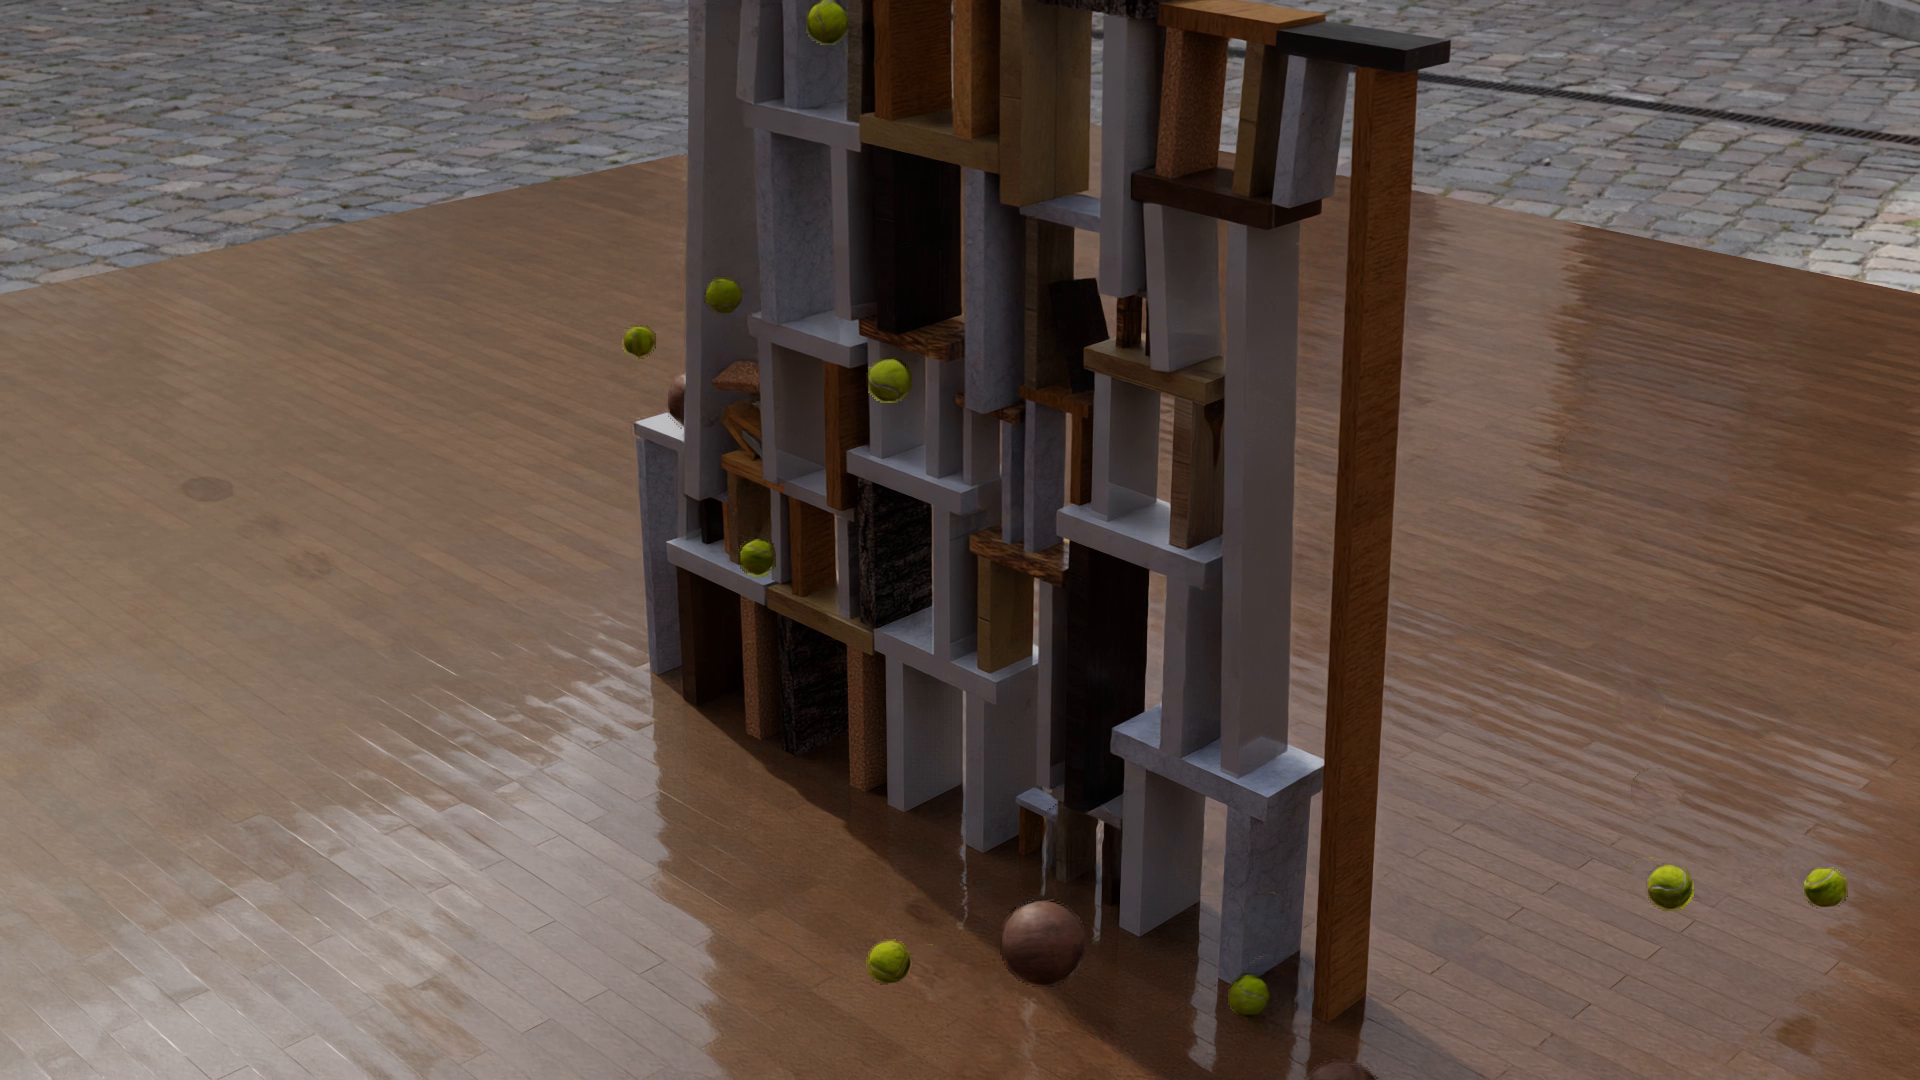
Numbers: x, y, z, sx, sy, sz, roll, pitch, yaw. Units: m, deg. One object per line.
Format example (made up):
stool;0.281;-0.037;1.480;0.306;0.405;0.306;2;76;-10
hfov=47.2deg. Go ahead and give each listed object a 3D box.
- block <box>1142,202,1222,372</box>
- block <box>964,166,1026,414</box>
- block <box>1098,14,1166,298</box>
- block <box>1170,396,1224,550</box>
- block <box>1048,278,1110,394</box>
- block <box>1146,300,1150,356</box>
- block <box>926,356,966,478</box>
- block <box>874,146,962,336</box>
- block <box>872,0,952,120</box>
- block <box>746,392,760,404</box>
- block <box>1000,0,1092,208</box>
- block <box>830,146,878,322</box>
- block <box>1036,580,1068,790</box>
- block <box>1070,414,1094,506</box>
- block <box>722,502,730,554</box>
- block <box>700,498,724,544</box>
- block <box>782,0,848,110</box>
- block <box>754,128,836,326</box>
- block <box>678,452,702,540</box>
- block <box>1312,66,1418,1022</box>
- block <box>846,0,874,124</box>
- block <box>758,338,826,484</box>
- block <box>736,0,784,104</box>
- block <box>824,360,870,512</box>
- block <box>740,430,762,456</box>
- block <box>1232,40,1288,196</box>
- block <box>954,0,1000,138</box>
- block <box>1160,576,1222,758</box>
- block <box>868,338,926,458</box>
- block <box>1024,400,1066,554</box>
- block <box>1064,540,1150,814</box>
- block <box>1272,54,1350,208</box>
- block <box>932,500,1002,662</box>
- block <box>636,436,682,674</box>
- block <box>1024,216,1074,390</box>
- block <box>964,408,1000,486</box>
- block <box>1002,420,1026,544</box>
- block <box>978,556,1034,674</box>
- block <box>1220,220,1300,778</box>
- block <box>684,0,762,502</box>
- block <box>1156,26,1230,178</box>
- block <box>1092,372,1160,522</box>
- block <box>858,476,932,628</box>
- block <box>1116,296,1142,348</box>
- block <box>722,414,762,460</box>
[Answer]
block;0.369;-0.430;3.634;0.039;0.278;0.139;14;26;43
block;0.088;-0.461;3.932;0.173;0.443;0.049;-21;31;-40
block;0.308;-0.640;3.612;0.049;0.457;0.174;20;30;41
block;0.416;-0.129;3.721;0.038;0.266;0.133;21;31;41
block;0.219;-0.360;3.871;0.028;0.195;0.098;-13;0;44
block;0.335;-0.362;3.707;0.014;0.099;0.050;21;31;41
block;-0.010;-0.244;4.130;0.034;0.237;0.118;22;32;39
block;-0.076;-0.568;4.061;0.049;0.346;0.173;20;31;40
block;-0.084;-0.912;3.913;0.043;0.304;0.152;21;31;40
block;-0.400;-0.310;4.558;0.078;0.022;0.156;-25;4;-7
block;0.146;-0.756;3.746;0.049;0.347;0.174;21;30;41
block;-0.161;-0.590;4.139;0.163;0.327;0.046;-20;30;-38
block;0.199;0.255;4.112;0.118;0.424;0.033;-21;31;-40
block;0.234;-0.151;3.903;0.083;0.166;0.023;-21;31;-41
block;-0.480;-0.033;4.730;0.017;0.117;0.058;20;30;41
block;-0.535;-0.054;4.781;0.017;0.117;0.059;21;31;41
block;-0.268;-0.948;4.108;0.037;0.264;0.132;23;32;40
block;-0.316;-0.623;4.287;0.046;0.381;0.163;21;31;41
block;-0.566;-0.108;4.797;0.101;0.202;0.029;-21;36;-40
block;0.646;0.055;3.539;0.033;1.634;0.115;19;29;40
block;-0.144;-0.900;3.992;0.037;0.264;0.132;23;32;38
block;-0.332;-0.277;4.453;0.150;0.301;0.043;-21;30;-40
block;-0.332;-1.006;4.139;0.049;0.344;0.172;28;35;33
block;-0.195;-0.221;4.319;0.150;0.301;0.043;-21;31;-40
block;-0.396;-0.193;4.575;0.058;0.016;0.116;-22;54;-41
block;0.485;-0.663;3.424;0.034;0.237;0.118;25;33;39
block;0.058;-0.856;3.781;0.152;0.304;0.043;-22;31;-40
block;0.427;0.198;3.840;0.047;0.334;0.167;21;31;41
block;-0.121;-0.286;4.228;0.118;0.237;0.034;-21;31;-40
block;0.155;-0.124;4.002;0.023;0.293;0.083;21;30;41
block;0.269;0.231;4.024;0.047;0.537;0.167;21;31;41
block;0.538;-0.633;3.366;0.033;0.230;0.115;26;34;38
block;0.020;0.062;4.226;0.157;0.313;0.044;-21;31;-41
block;-0.666;0.025;4.964;0.029;0.577;0.101;21;31;41
block;0.158;-0.425;3.879;0.028;0.310;0.098;20;30;39
block;0.040;-0.183;4.096;0.076;0.152;0.022;-21;31;-41
block;0.112;-0.115;4.049;0.076;0.240;0.022;-21;31;-40
block;0.087;0.125;4.179;0.118;0.236;0.033;-21;31;-40
block;0.496;-0.064;3.651;0.039;0.963;0.139;18;29;42
block;-0.472;-0.662;4.456;0.049;1.222;0.172;25;33;36
block;0.373;-0.708;3.525;0.034;0.237;0.118;25;33;39
block;0.290;-0.178;3.836;0.038;0.266;0.133;21;31;41
block;-0.128;0.004;4.363;0.044;0.313;0.157;21;31;41
block;0.289;-0.381;3.750;0.014;0.099;0.049;21;30;41
block;-0.445;-0.221;4.615;0.058;0.016;0.116;-23;67;-43
